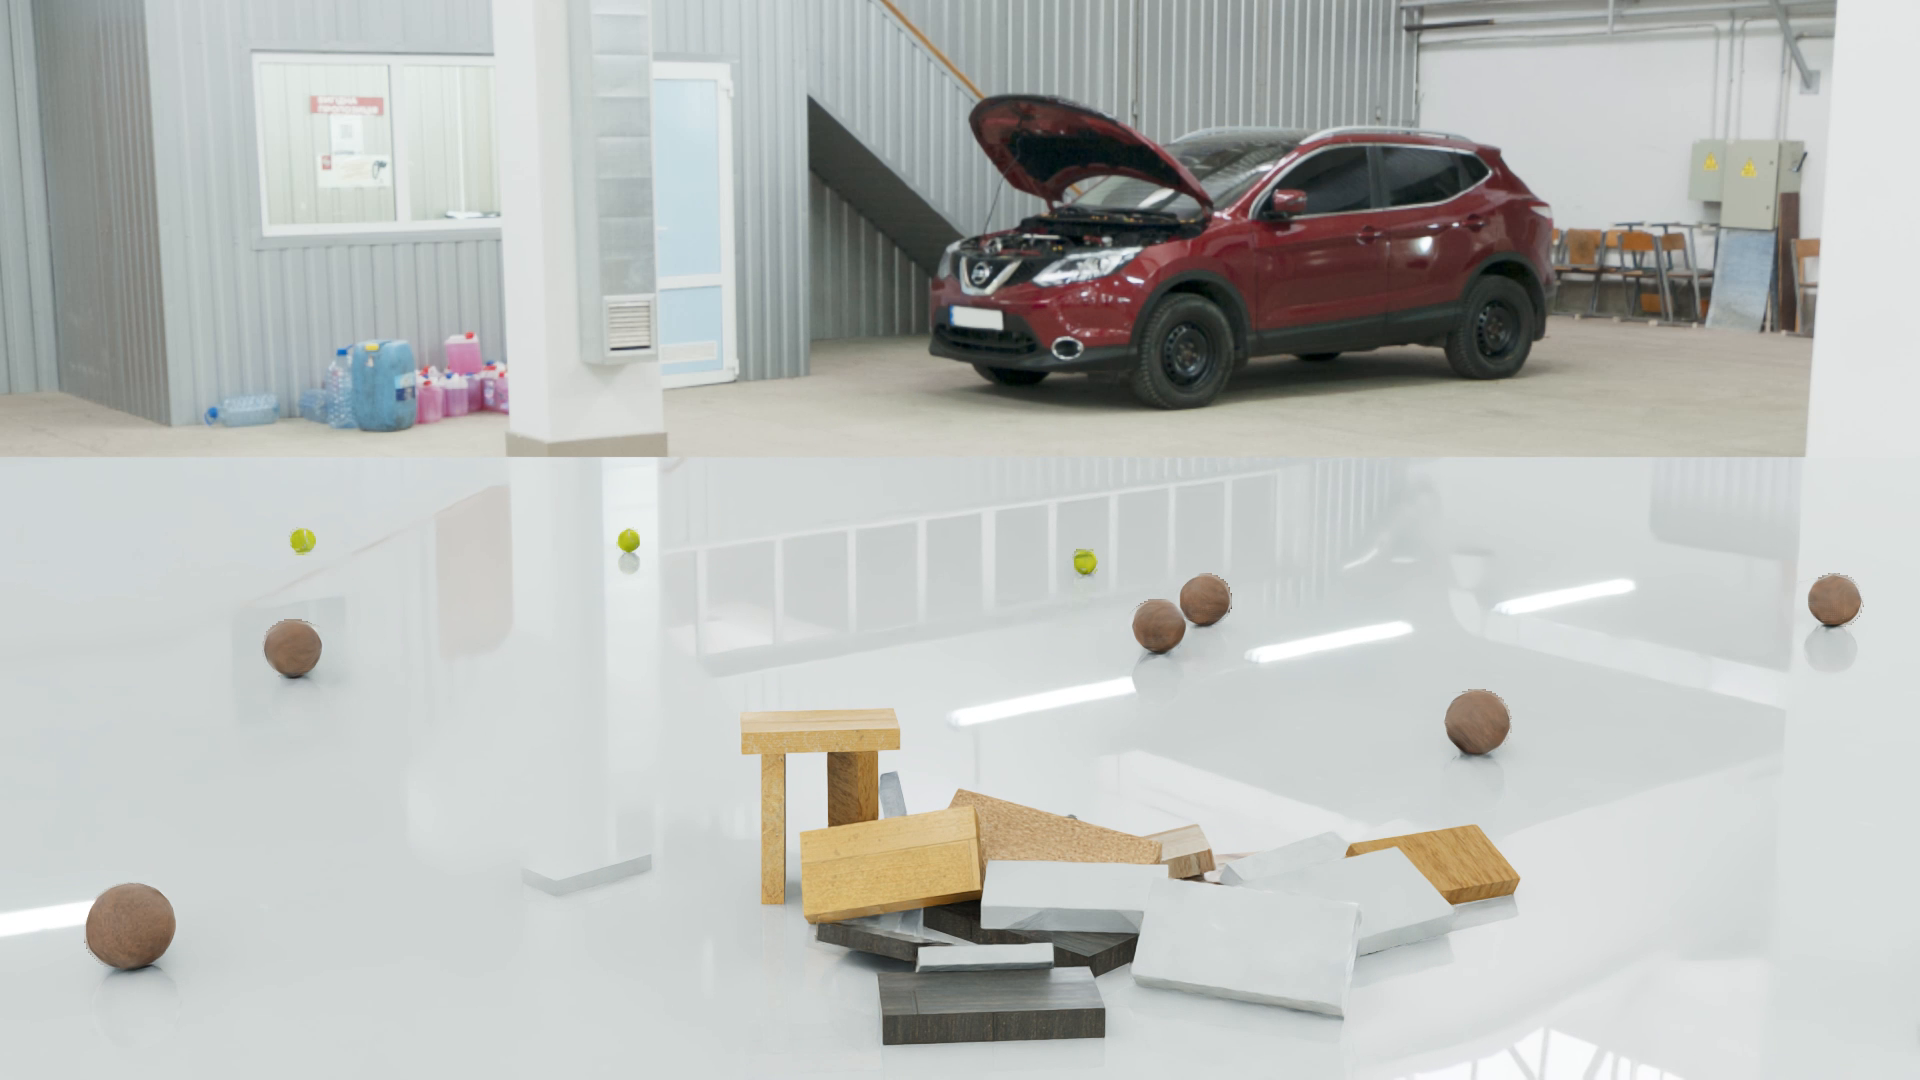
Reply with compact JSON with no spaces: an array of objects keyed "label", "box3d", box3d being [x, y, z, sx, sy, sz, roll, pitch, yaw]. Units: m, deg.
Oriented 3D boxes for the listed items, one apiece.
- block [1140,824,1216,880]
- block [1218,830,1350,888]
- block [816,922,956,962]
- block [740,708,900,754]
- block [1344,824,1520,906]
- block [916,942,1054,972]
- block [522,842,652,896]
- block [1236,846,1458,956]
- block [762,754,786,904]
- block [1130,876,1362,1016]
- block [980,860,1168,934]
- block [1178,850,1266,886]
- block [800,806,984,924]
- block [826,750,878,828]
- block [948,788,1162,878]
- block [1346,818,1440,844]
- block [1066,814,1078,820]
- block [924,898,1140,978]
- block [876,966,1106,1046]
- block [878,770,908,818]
[{"label":"block","box3d":[0.284,0.541,3.666,0.264,0.037,0.132,-13,12,-1]},{"label":"block","box3d":[0.562,0.557,3.593,0.264,0.037,0.132,-9,41,-40]},{"label":"block","box3d":[-0.113,0.613,3.348,0.196,0.028,0.098,3,-8,41]},{"label":"block","box3d":[-0.233,0.315,3.632,0.258,0.037,0.129,-1,11,-7]},{"label":"block","box3d":[0.782,0.545,3.643,0.265,0.037,0.132,-4,38,-27]},{"label":"block","box3d":[0.035,0.627,3.242,0.196,0.028,0.098,-1,-29,-5]},{"label":"block","box3d":[-0.635,0.560,3.753,0.098,0.028,0.196,10,15,44]},{"label":"block","box3d":[0.602,0.577,3.442,0.333,0.044,0.156,-7,39,-32]},{"label":"block","box3d":[-0.310,0.461,3.657,0.037,0.258,0.129,0,10,-3]},{"label":"block","box3d":[0.421,0.595,3.237,0.312,0.156,0.044,4,-30,22]},{"label":"block","box3d":[0.182,0.559,3.451,0.288,0.041,0.144,1,21,5]},{"label":"block","box3d":[0.457,0.567,3.692,0.264,0.037,0.132,-3,11,-14]},{"label":"block","box3d":[-0.110,0.521,3.527,0.288,0.144,0.041,-10,-31,7]},{"label":"block","box3d":[-0.178,0.462,3.652,0.037,0.258,0.129,-5,12,-26]},{"label":"block","box3d":[0.137,0.517,3.597,0.358,0.041,0.144,13,49,18]},{"label":"block","box3d":[0.746,0.544,3.798,0.132,0.037,0.265,12,16,39]},{"label":"block","box3d":[0.111,0.513,3.688,0.197,0.028,0.099,-15,12,-7]},{"label":"block","box3d":[0.111,0.612,3.450,0.341,0.037,0.132,9,14,42]},{"label":"block","box3d":[0.041,0.665,3.145,0.312,0.044,0.156,-1,11,-5]},{"label":"block","box3d":[-0.098,0.492,3.651,0.028,0.197,0.099,-12,10,3]}]
